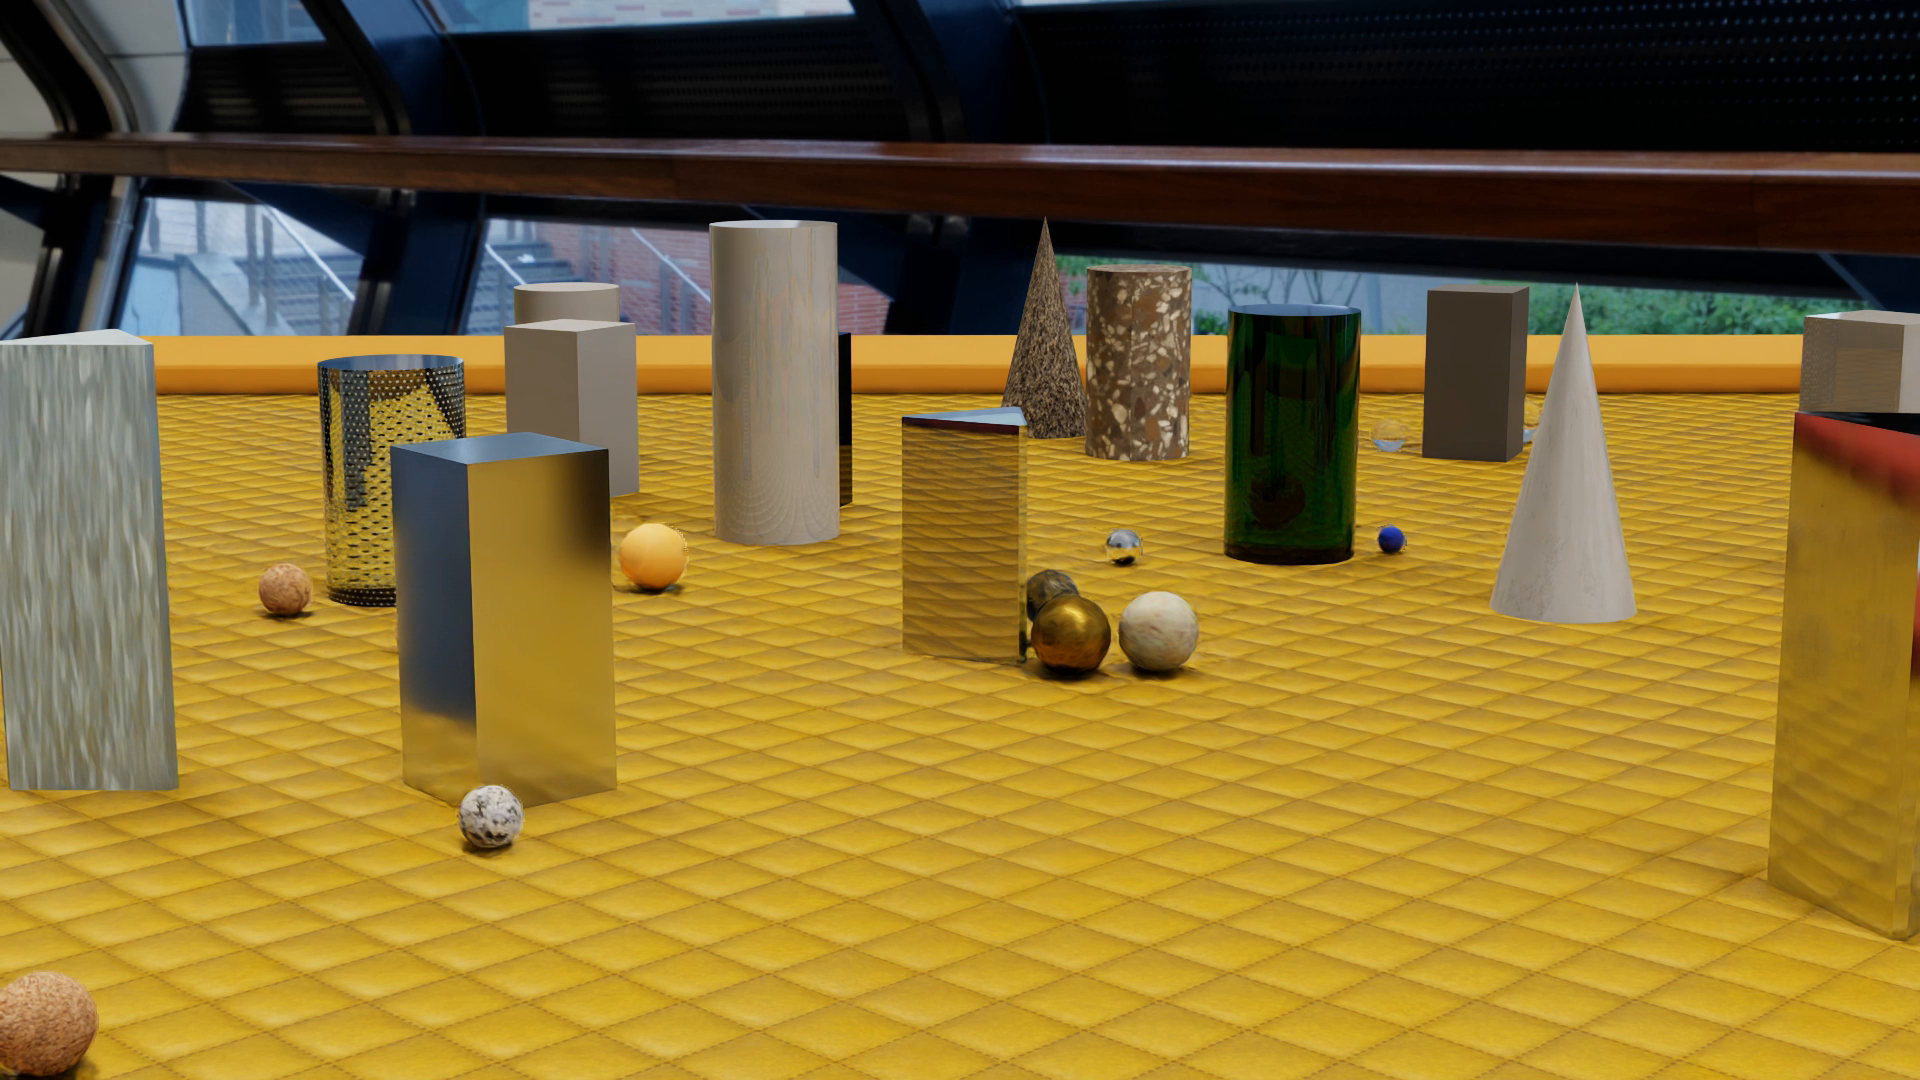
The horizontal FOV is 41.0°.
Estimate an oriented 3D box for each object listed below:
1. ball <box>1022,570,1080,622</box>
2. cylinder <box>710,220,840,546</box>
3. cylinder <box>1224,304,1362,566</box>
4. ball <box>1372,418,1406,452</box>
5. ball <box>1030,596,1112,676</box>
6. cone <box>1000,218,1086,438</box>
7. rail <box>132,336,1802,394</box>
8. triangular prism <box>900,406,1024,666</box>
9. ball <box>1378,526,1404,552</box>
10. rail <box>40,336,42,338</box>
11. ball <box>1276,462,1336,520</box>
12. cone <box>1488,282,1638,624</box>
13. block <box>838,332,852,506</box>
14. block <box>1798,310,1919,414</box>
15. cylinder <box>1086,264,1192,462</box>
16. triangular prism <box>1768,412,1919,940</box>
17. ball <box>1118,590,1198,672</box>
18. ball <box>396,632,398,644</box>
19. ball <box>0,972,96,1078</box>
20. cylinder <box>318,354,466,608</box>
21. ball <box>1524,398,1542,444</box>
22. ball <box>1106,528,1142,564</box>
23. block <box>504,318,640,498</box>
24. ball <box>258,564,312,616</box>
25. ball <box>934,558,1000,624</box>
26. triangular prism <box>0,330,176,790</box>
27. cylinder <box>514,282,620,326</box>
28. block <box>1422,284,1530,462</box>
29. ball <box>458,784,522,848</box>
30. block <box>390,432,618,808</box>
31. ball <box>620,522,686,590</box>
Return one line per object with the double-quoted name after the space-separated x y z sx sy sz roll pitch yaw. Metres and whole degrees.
0.114 0.075 3.263 0.075 0.075 0.075 0 10 0 "ball"
-0.287 -0.248 3.991 0.197 0.485 0.197 0 10 0 "cylinder"
0.497 -0.161 3.843 0.197 0.368 0.197 0 10 0 "cylinder"
0.816 -0.199 4.881 0.065 0.065 0.065 0 10 0 "ball"
0.134 0.115 3.096 0.097 0.097 0.097 0 10 0 "ball"
0.169 -0.431 5.121 0.197 0.432 0.197 0 10 0 "cone"
-0.013 -0.391 5.735 4.077 0.128 0.045 0 10 0 "rail"
0.037 -0.011 3.222 0.171 0.298 0.148 6 12 28 "triangular prism"
0.651 -0.001 3.876 0.040 0.040 0.040 0 10 0 "ball"
-2.015 0.035 3.437 0.045 0.128 4.698 0 10 0 "rail"
0.560 -0.079 4.156 0.094 0.094 0.094 0 10 0 "ball"
0.818 -0.125 3.444 0.197 0.443 0.197 0 10 0 "cone"
-0.282 -0.197 4.259 0.158 0.287 0.158 4 11 19 "block"
1.305 -0.129 3.650 0.158 0.376 0.158 -8 13 -37 "block"
0.336 -0.337 4.842 0.197 0.351 0.197 0 10 0 "cylinder"
0.787 0.107 2.232 0.148 0.428 0.171 8 13 38 "triangular prism"
0.241 0.111 3.114 0.099 0.099 0.099 0 10 0 "ball"
-0.681 0.122 3.200 0.045 0.045 0.045 0 10 0 "ball"
-0.669 0.353 1.870 0.076 0.076 0.076 0 10 0 "ball"
-0.783 -0.086 3.556 0.197 0.324 0.197 0 10 0 "cylinder"
1.090 -0.231 4.990 0.088 0.088 0.088 0 10 0 "ball"
0.241 0.009 3.788 0.053 0.053 0.053 0 10 0 "ball"
-0.663 -0.222 4.385 0.158 0.291 0.158 6 12 30 "block"
-0.903 0.066 3.435 0.069 0.069 0.069 0 10 0 "ball"
0.009 0.067 3.386 0.086 0.086 0.086 0 10 0 "ball"
-0.883 0.017 2.644 0.171 0.455 0.148 0 10 1 "triangular prism"
-0.740 -0.322 4.855 0.197 0.315 0.197 0 10 0 "cylinder"
0.972 -0.317 4.832 0.158 0.314 0.158 4 11 23 "block"
-0.442 0.260 2.415 0.060 0.060 0.060 0 10 0 "ball"
-0.460 0.080 2.591 0.158 0.350 0.158 -9 14 -39 "block"
-0.431 0.023 3.601 0.094 0.094 0.094 0 10 0 "ball"
